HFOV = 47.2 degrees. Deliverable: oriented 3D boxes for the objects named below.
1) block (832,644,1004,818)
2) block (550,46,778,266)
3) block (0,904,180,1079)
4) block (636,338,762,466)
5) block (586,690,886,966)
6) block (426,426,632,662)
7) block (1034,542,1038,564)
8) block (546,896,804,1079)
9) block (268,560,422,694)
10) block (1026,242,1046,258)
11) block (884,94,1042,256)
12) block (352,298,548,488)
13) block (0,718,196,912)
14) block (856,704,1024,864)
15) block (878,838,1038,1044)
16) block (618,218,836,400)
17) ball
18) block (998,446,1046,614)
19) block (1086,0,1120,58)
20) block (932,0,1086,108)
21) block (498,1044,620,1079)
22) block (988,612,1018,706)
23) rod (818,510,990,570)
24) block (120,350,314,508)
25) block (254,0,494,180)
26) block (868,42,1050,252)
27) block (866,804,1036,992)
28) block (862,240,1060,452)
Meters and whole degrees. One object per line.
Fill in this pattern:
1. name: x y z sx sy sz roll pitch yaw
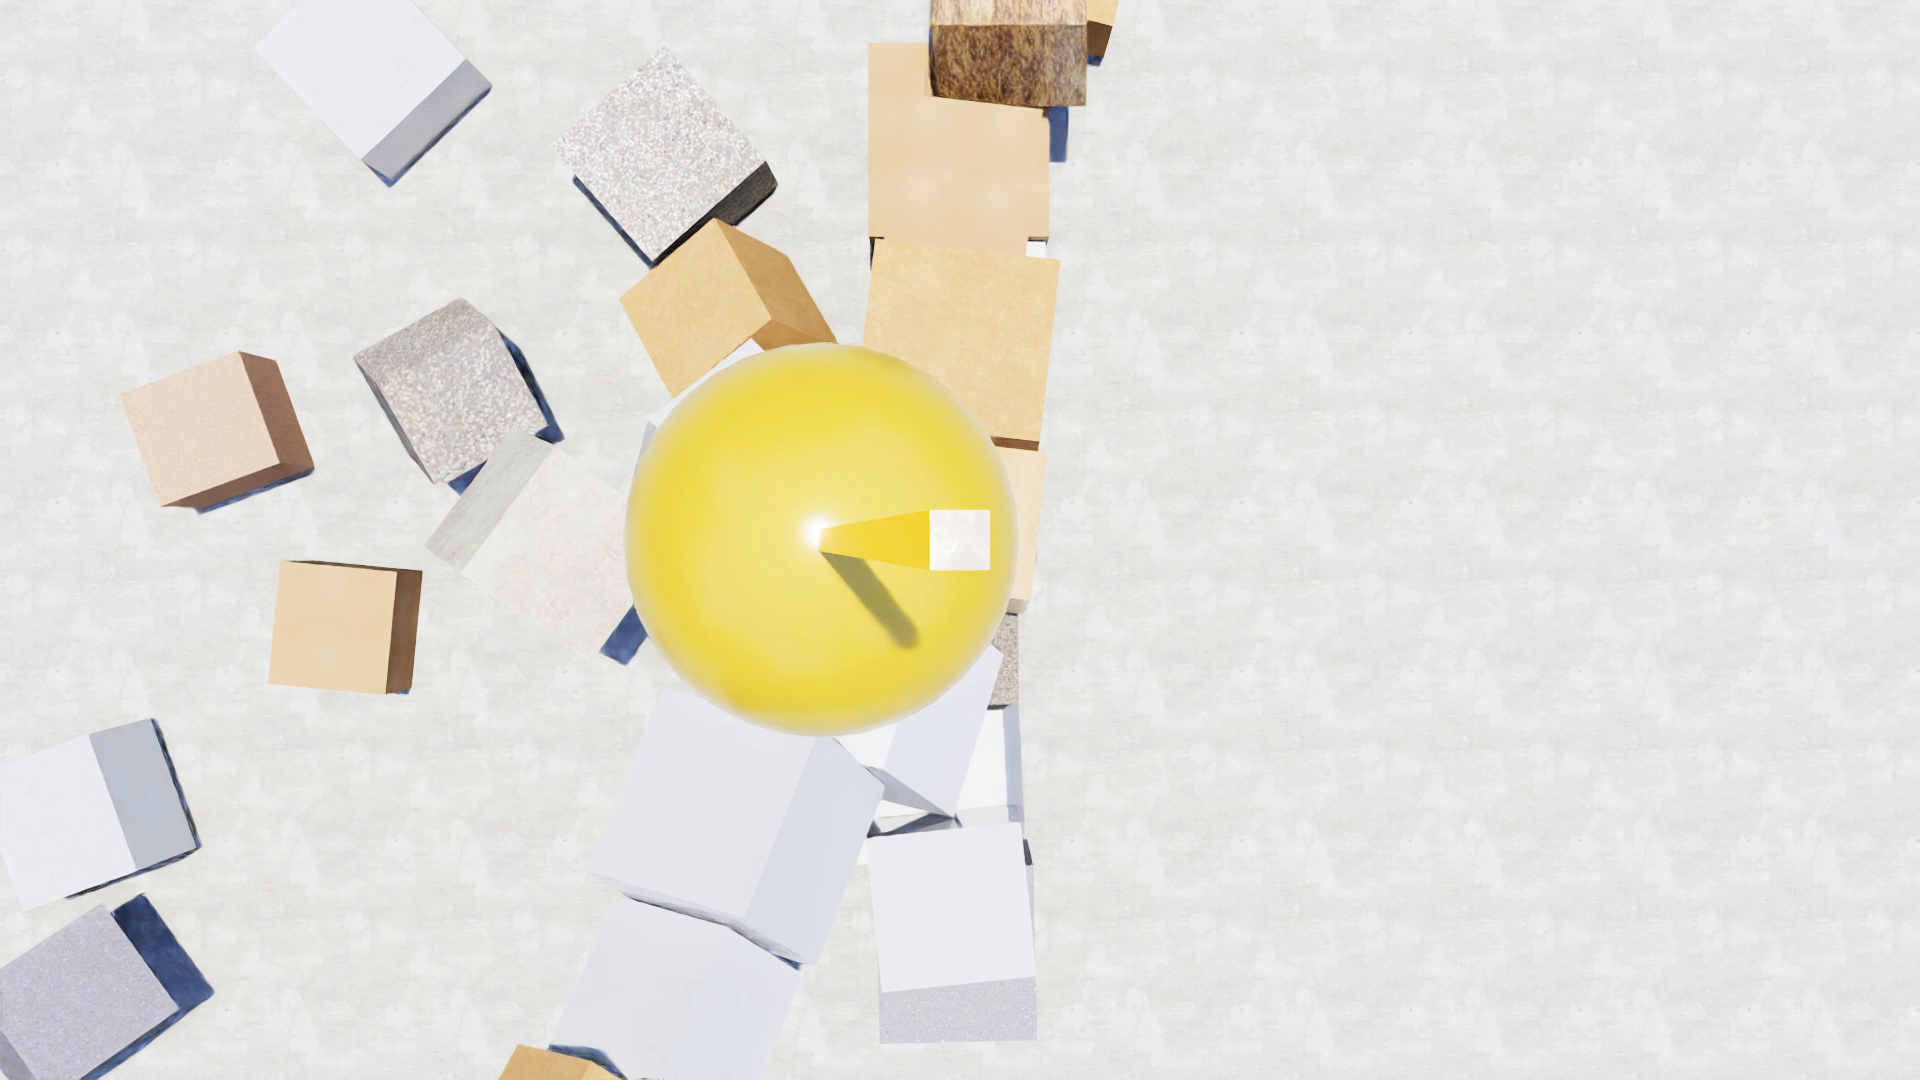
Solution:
1. block: -0.458 0.807 11.555 0.875 0.936 0.921 10 73 26
2. block: -1.671 -2.143 12.586 0.843 0.827 0.852 -41 90 0
3. block: -5.046 2.659 12.437 0.799 0.818 0.738 -36 90 -34
4. block: -1.152 -0.392 11.756 0.845 0.815 0.738 45 65 6
5. block: -1.084 1.413 10.813 0.918 0.805 0.964 11 69 28
6. block: -2.169 0.012 11.657 0.840 0.841 0.797 39 82 -26
7. block: -0.002 -0.339 12.537 0.852 0.926 0.947 0 90 0
8. block: -1.386 2.309 10.744 0.758 0.661 0.816 7 65 38
9. block: -3.538 0.496 12.698 0.663 0.604 0.696 5 90 0
10. block: 0.004 -1.238 12.573 0.939 0.855 0.824 0 90 0
11. block: 0.014 -1.855 11.663 0.736 0.683 0.812 7 90 0
12. block: -2.887 -0.845 12.437 0.708 0.761 0.672 -31 117 -14
13. block: -5.001 1.563 12.608 0.737 0.675 0.808 -20 90 9
14. block: -0.137 1.355 12.503 0.892 0.891 0.816 -3 90 7
15. block: -0.019 2.253 12.477 0.858 1.046 0.953 -1 90 0
16. block: -1.290 -1.211 12.416 0.735 0.775 0.731 -37 67 17
17. ball: -0.557 0.000 8.897 1.600 1.600 1.600 0 90 0
18. block: -0.009 -0.070 11.631 0.817 0.796 0.770 7 83 0
19. block: 0.568 -3.297 12.600 0.764 0.800 0.727 14 90 0
20. block: 0.276 -2.827 11.610 0.787 0.735 0.785 0 67 3
21. block: -1.846 2.937 10.360 0.699 0.723 0.801 41 63 -29
22. block: -0.021 0.531 12.636 0.693 0.728 0.783 0 90 0
23. rod: -0.241 0.000 5.512 0.080 5.200 0.080 0 90 -5
24. block: -4.261 -0.625 12.658 0.711 0.683 0.670 -20 90 0
25. block: -3.354 -2.719 12.643 0.817 0.714 0.866 -44 90 0
26. block: -0.006 -2.186 12.502 0.987 0.995 1.059 0 90 0
27. block: -0.044 1.869 11.576 0.791 0.757 0.789 -6 90 0
28. block: -0.014 -0.942 11.560 0.940 1.051 0.934 7 83 1
